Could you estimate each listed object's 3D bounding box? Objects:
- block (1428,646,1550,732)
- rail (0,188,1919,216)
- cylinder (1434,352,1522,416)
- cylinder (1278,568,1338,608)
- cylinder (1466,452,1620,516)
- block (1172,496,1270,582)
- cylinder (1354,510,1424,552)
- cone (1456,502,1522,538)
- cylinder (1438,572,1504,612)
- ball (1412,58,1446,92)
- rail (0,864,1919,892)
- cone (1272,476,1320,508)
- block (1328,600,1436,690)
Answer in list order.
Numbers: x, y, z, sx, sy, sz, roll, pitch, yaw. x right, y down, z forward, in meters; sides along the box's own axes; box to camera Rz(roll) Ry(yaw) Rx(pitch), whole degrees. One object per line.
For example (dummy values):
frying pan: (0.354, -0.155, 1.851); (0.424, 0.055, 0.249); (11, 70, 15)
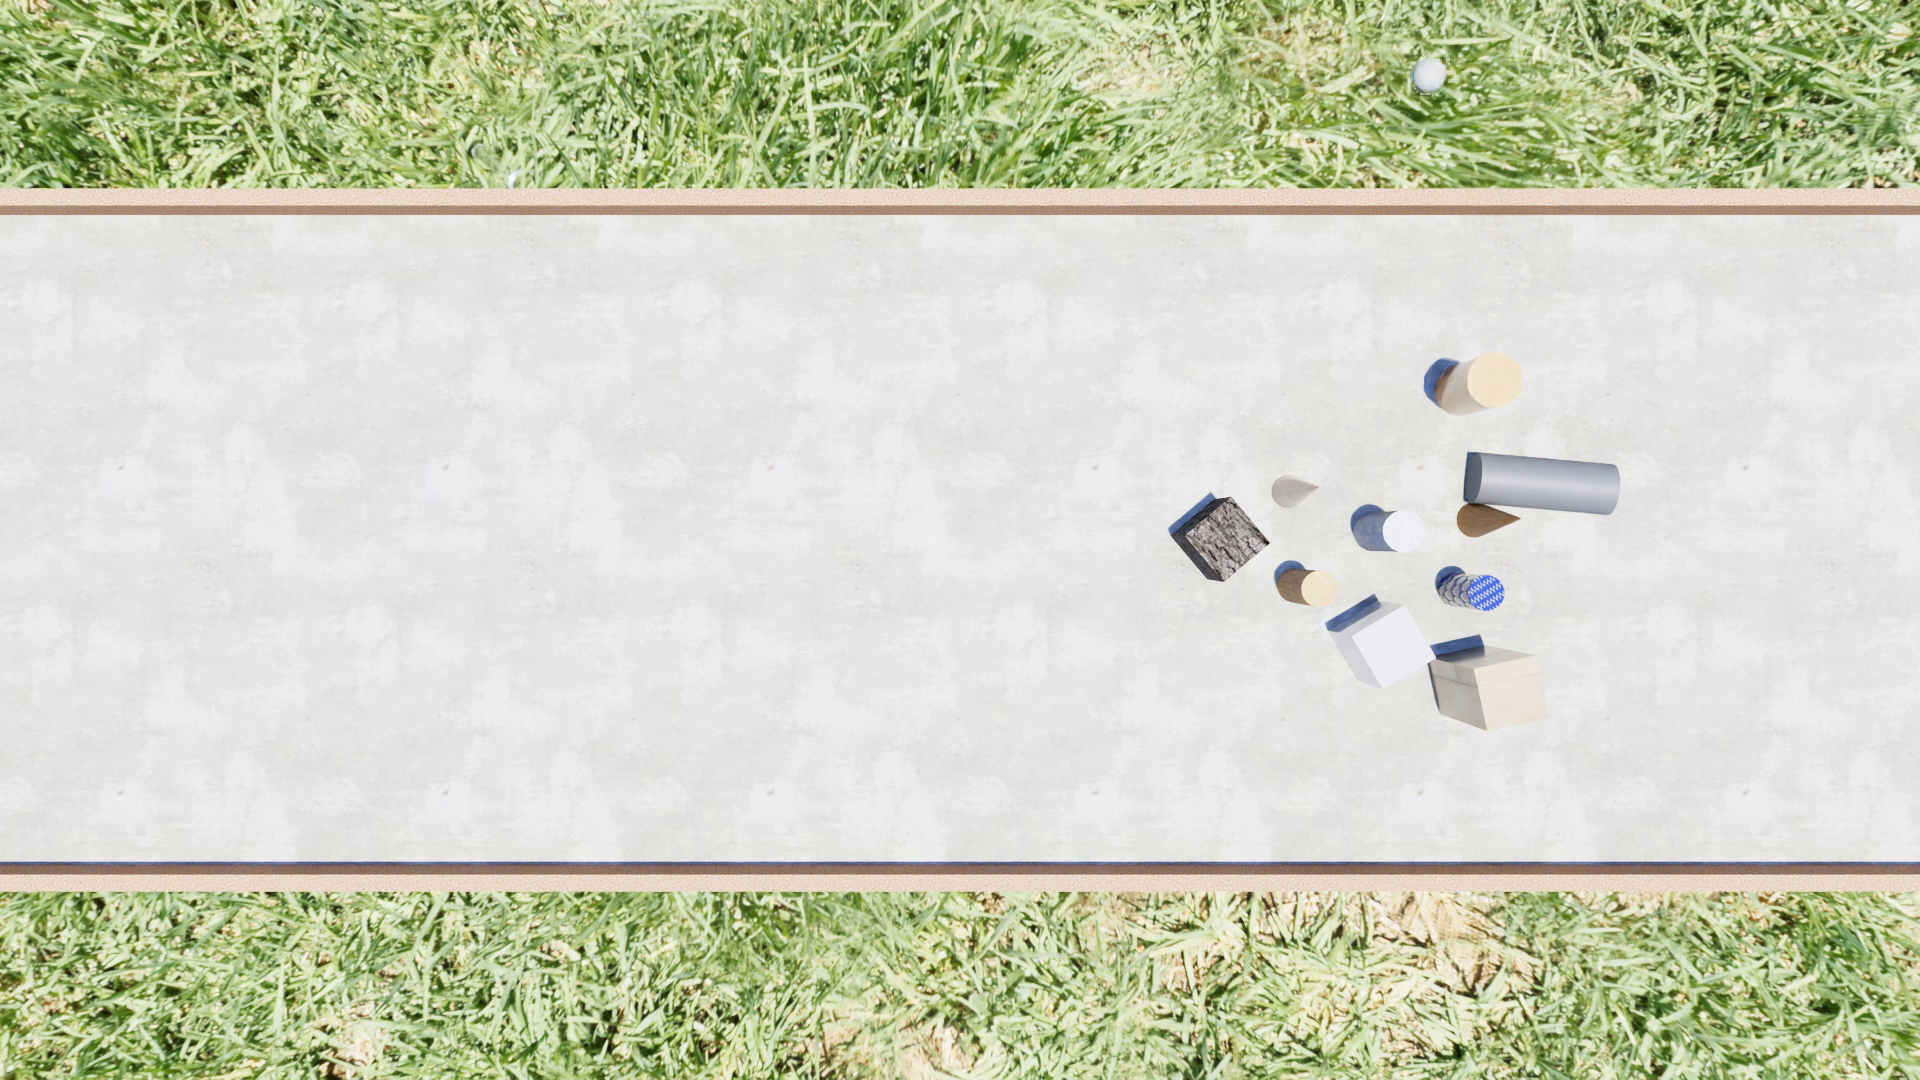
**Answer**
block: (1.546, 0.429, 4.847); (0.179, 0.459, 0.179); (-12, 90, 0)
rail: (-2.247, -1.025, 5.002); (12.000, 0.150, 0.050); (0, 90, 0)
cylinder: (1.526, -0.457, 4.871); (0.156, 0.403, 0.156); (0, 91, 3)
cylinder: (1.029, 0.140, 4.895); (0.105, 0.364, 0.105); (0, 90, 0)
cylinder: (1.763, -0.171, 4.998); (0.414, 0.157, 0.157); (5, 90, 0)
block: (0.771, -0.002, 4.913); (0.175, 0.326, 0.175); (-40, 90, 0)
cylinder: (1.271, -0.025, 4.899); (0.120, 0.356, 0.120); (0, 90, 0)
cone: (1.583, -0.061, 4.855); (0.111, 0.442, 0.111); (0, 90, 0)
cylinder: (1.522, 0.153, 4.921); (0.104, 0.310, 0.104); (0, 90, 0)
ball: (2.763, -2.736, 9.714); (0.198, 0.198, 0.198); (0, 90, 0)
rail: (-2.247, 1.025, 5.001); (12.000, 0.150, 0.050); (0, 90, 0)
cone: (1.010, -0.149, 4.851); (0.102, 0.451, 0.102); (0, 90, 0)
block: (1.253, 0.309, 4.920); (0.179, 0.313, 0.179); (-31, 90, 0)
